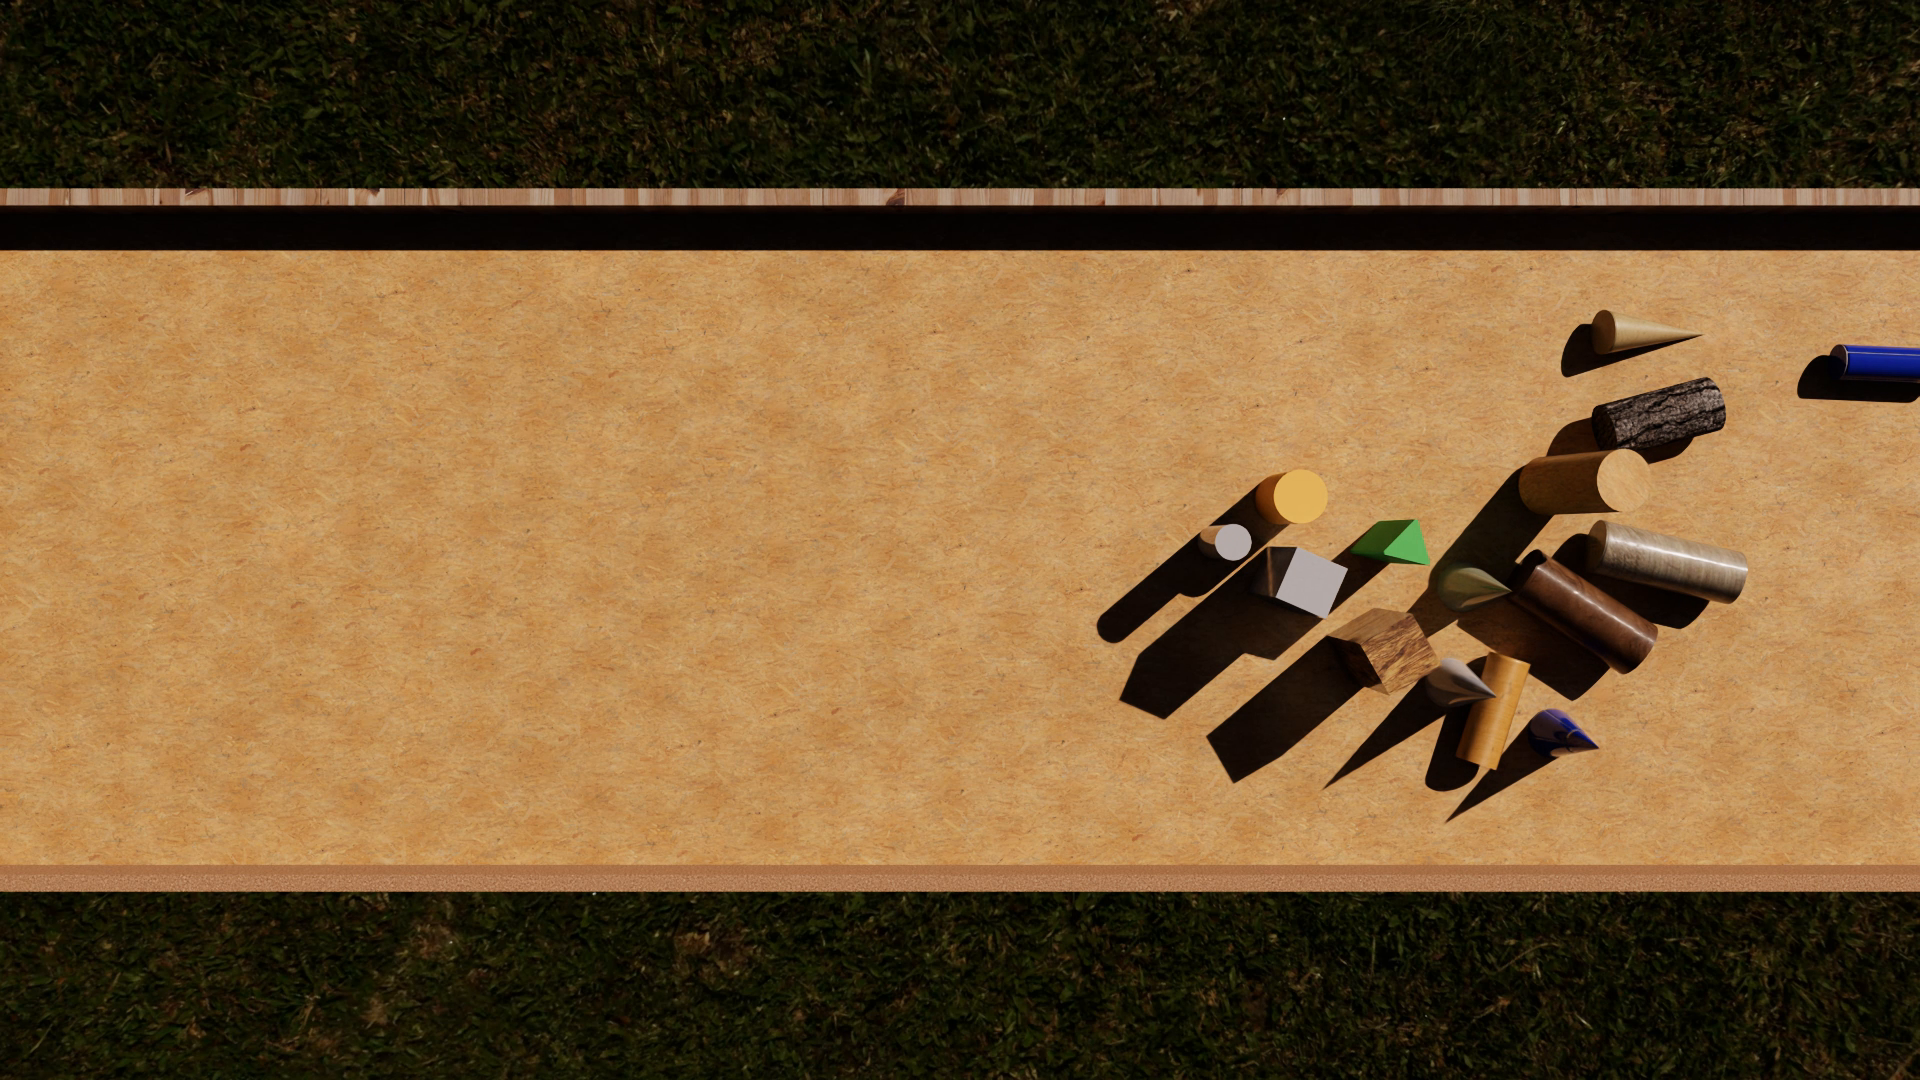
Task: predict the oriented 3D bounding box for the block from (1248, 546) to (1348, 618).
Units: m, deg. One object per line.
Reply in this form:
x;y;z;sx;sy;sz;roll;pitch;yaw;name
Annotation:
0.986;0.121;4.850;0.154;0.454;0.154;23;90;0;block

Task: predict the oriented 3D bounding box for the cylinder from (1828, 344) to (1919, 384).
2.833;-0.535;5.022;0.324;0.109;0.109;2;90;0;cylinder

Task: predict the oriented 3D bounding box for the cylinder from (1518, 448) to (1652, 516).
1.839;-0.168;4.870;0.180;0.380;0.180;0;89;-15;cylinder

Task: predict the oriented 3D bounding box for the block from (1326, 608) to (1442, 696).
1.244;0.324;4.864;0.170;0.425;0.170;-30;90;0;block

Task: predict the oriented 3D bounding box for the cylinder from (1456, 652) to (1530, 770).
1.619;0.518;5.013;0.127;0.127;0.335;18;90;0;cylinder

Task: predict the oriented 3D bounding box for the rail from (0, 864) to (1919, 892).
-2.247;1.025;5.001;12.000;0.150;0.050;0;90;0;rail

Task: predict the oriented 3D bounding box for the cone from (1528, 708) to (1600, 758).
1.822;0.594;4.885;0.152;0.384;0.152;0;90;0;cone

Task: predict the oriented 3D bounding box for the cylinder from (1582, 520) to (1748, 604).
2.132;0.067;4.995;0.431;0.164;0.164;13;90;0;cylinder

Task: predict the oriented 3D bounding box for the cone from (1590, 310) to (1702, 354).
2.125;-0.632;5.043;0.352;0.135;0.135;0;90;-11;cone

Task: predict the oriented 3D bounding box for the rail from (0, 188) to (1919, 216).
-2.247;-1.025;5.002;12.000;0.150;0.050;0;90;0;rail

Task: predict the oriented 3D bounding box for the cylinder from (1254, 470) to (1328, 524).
0.986;-0.126;4.923;0.156;0.307;0.156;0;90;0;cylinder

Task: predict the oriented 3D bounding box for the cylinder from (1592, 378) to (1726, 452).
2.113;-0.369;4.992;0.335;0.168;0.168;-15;90;0;cylinder

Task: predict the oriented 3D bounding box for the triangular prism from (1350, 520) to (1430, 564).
1.278;-0.003;4.871;0.133;0.410;0.115;14;90;0;triangular prism

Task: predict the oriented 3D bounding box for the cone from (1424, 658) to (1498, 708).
1.507;0.441;4.849;0.154;0.455;0.154;0;90;0;cone

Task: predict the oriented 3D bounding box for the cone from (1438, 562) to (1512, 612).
1.547;0.144;4.848;0.157;0.457;0.157;0;90;0;cone

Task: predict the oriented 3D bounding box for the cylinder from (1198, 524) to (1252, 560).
0.782;0.006;4.899;0.104;0.355;0.104;0;90;0;cylinder

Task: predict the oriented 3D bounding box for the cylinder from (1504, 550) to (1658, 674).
1.873;0.217;4.987;0.420;0.179;0.179;33;90;0;cylinder
